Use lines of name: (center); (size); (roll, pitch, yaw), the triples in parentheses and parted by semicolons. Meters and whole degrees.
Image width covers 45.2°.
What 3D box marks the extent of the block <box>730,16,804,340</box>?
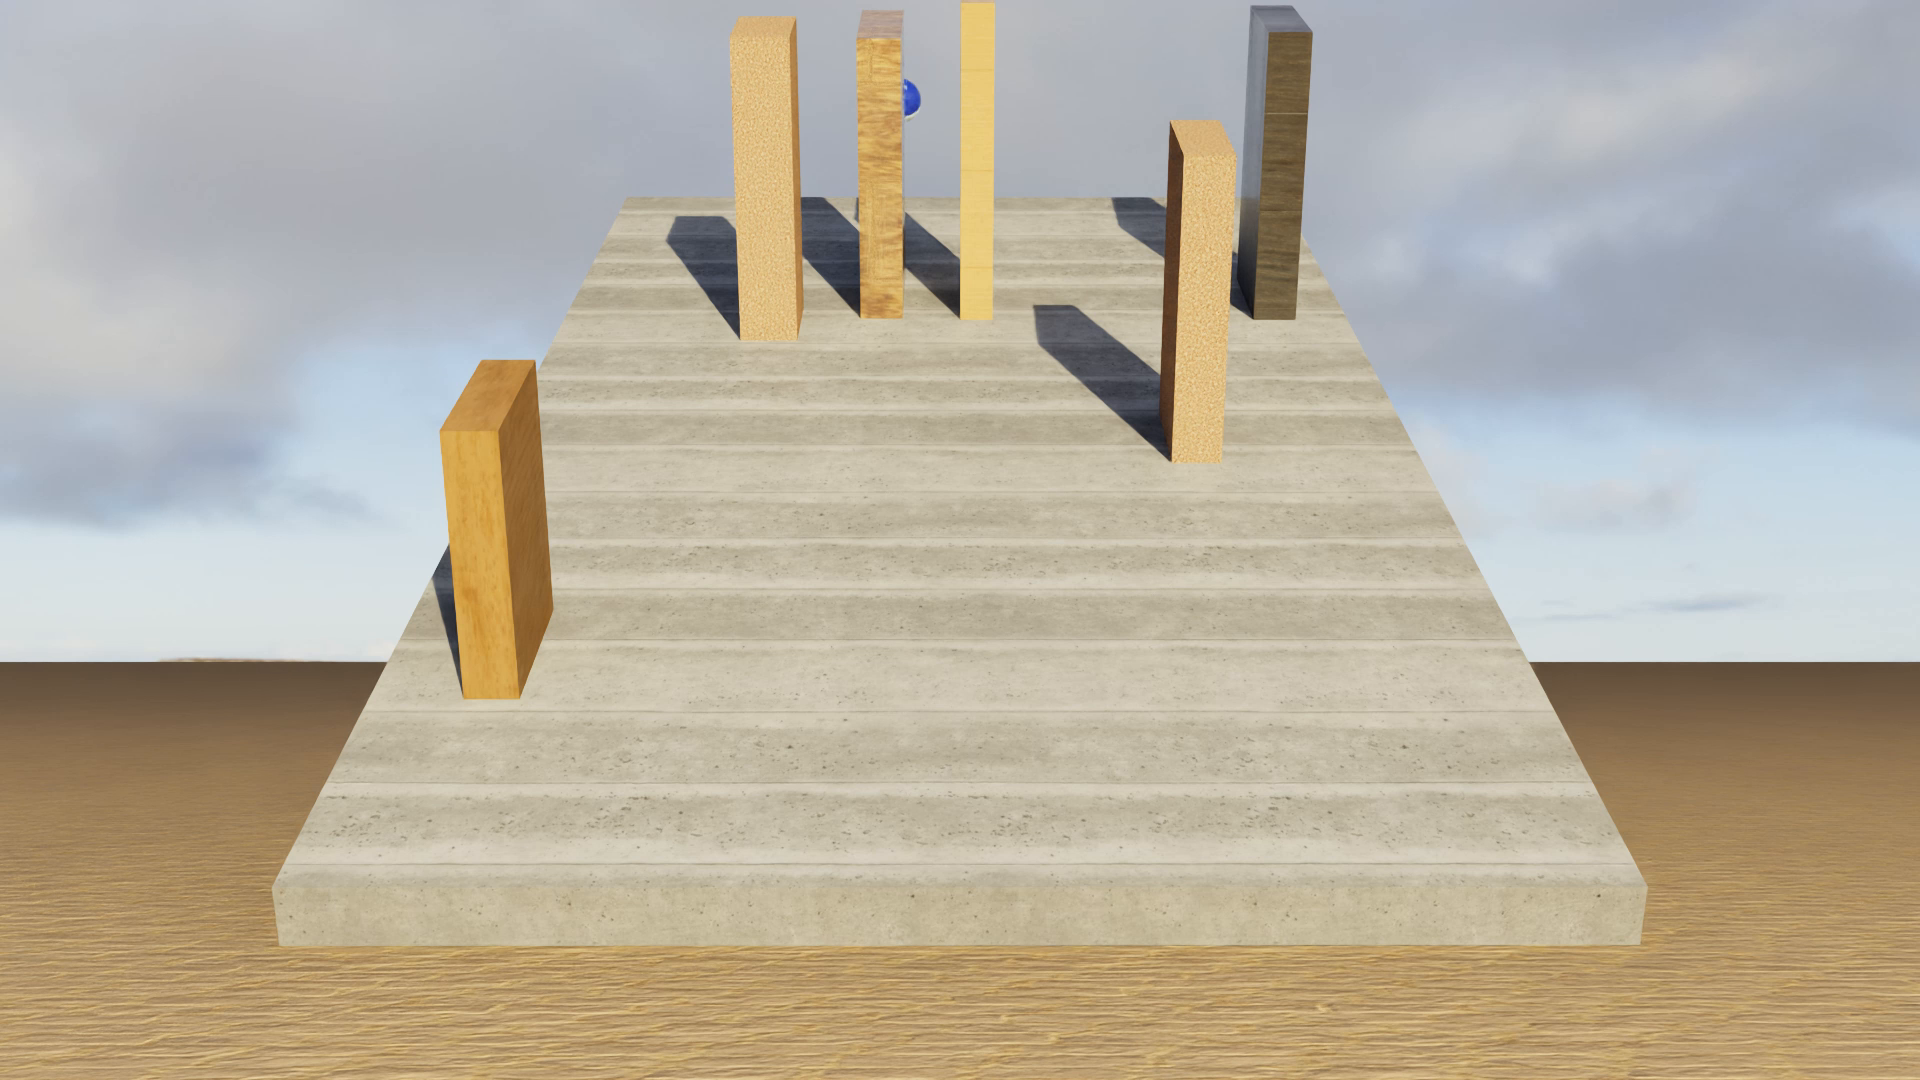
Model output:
block: (-0.474, -0.892, 5.708); (0.141, 0.749, 0.271); (0, 23, 0)

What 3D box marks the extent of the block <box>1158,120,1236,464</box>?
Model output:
block: (0.507, -0.536, 4.971); (0.107, 0.669, 0.327); (0, 23, 0)

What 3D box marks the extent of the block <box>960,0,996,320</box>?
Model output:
block: (0.042, -0.989, 5.878); (0.082, 0.799, 0.303); (0, 23, 0)

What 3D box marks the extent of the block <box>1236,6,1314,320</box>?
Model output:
block: (0.803, -0.971, 5.926); (0.108, 0.730, 0.375); (0, 23, 0)

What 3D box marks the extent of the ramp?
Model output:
ramp: (-0.007, -0.225, 5.218); (2.000, 0.100, 4.000); (0, 23, 0)

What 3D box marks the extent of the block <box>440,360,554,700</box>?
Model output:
block: (-0.793, -0.024, 3.984); (0.095, 0.483, 0.365); (0, 23, 0)

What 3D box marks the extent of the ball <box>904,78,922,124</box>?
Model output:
ball: (-0.188, -1.341, 7.053); (0.140, 0.140, 0.140); (0, -3, 0)

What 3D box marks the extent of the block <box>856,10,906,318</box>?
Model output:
block: (-0.200, -0.970, 5.943); (0.108, 0.711, 0.392); (0, 23, 0)
